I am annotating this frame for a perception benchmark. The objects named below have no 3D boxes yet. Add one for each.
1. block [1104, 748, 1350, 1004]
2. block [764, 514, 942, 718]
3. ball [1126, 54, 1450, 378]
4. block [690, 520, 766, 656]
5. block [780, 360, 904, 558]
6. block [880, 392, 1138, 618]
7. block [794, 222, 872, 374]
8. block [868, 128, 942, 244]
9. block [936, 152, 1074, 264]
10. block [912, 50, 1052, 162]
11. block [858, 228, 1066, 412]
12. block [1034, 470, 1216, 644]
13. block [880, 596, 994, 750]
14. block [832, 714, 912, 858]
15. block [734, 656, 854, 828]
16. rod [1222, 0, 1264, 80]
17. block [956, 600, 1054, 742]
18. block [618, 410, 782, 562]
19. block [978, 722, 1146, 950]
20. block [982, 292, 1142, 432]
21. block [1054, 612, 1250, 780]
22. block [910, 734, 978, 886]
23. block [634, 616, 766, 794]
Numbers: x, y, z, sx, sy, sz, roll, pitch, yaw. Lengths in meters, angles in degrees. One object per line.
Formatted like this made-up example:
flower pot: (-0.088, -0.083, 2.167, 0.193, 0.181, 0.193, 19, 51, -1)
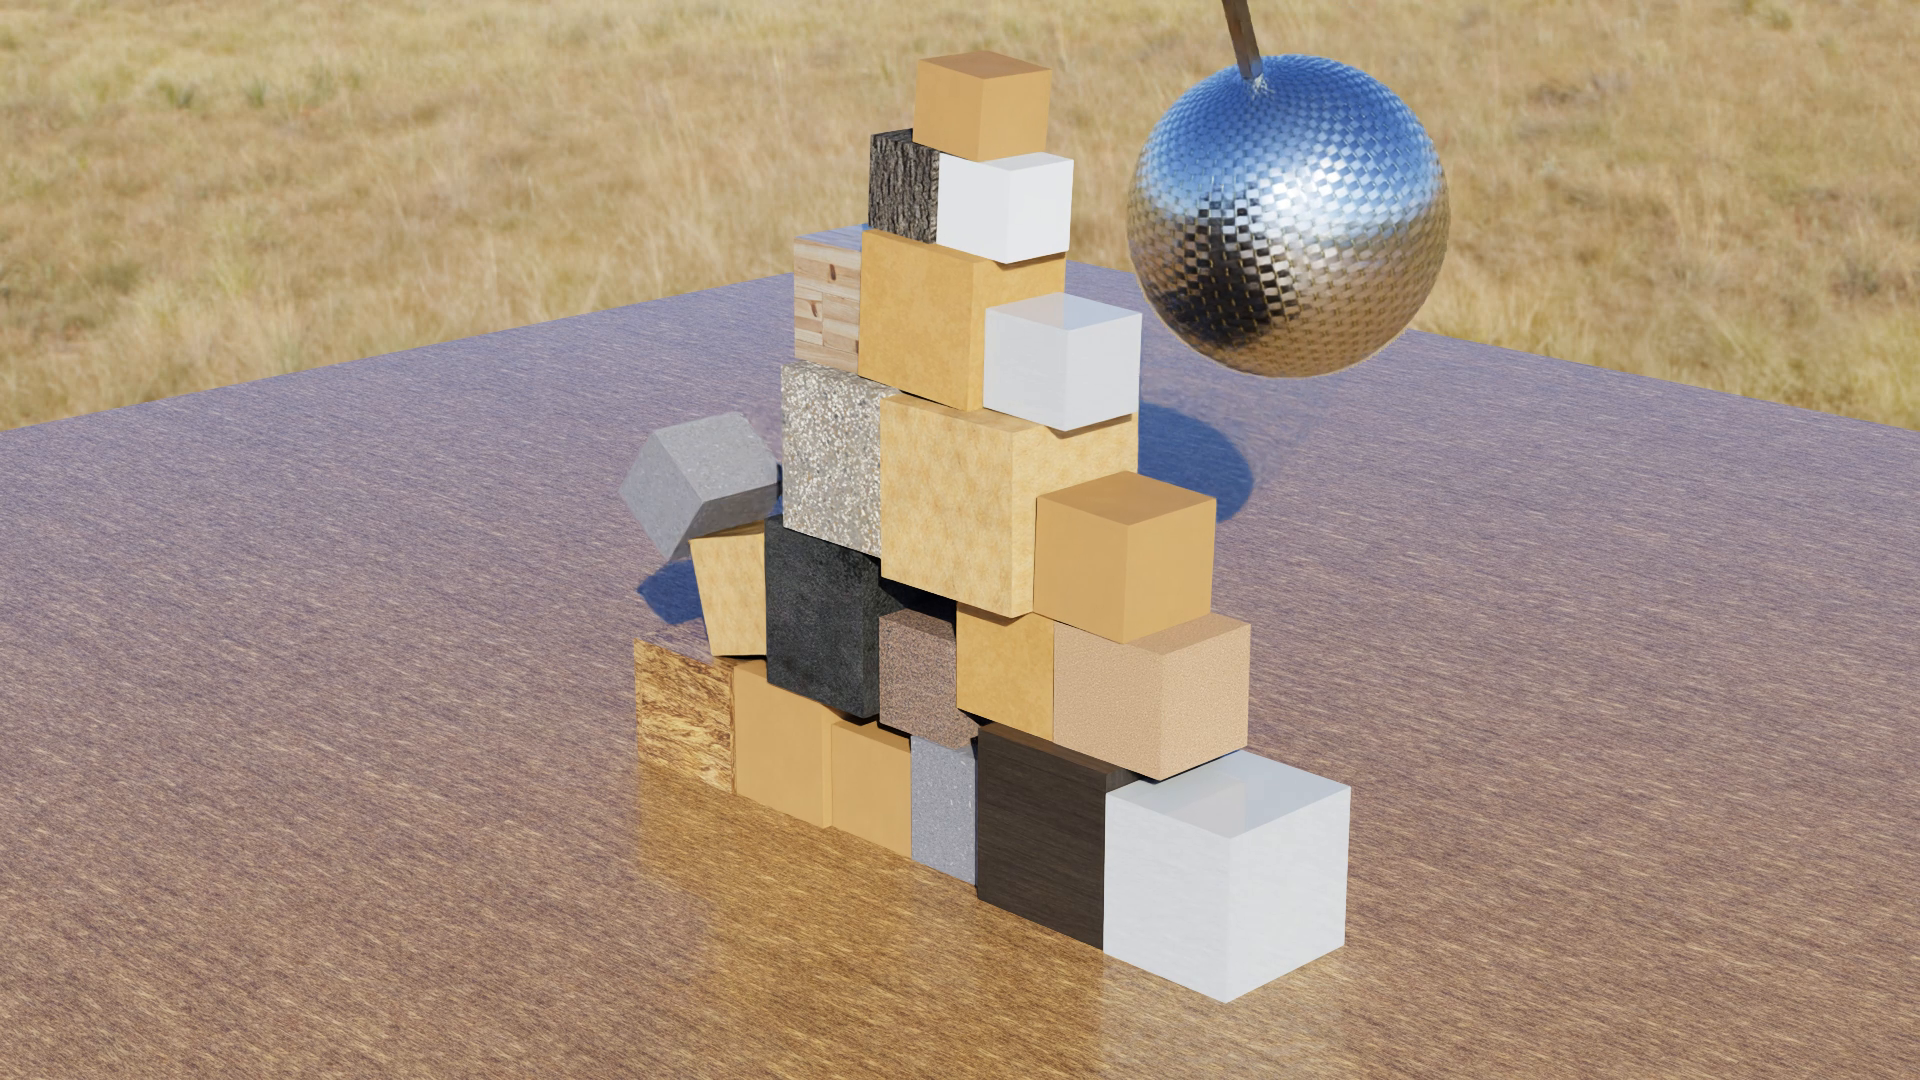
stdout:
block: (1.144, 1.418, 12.596, 0.797, 0.741, 0.689, -17, 24, -42)
block: (-0.423, 0.283, 13.877, 0.671, 0.819, 0.729, 17, 24, 42)
ball: (1.623, -1.601, 14.539, 1.600, 1.600, 1.600, 0, 17, 0)
block: (-0.902, 0.214, 14.380, 0.549, 0.587, 0.521, -17, 9, -42)
block: (-0.299, -0.441, 13.529, 0.795, 0.773, 0.677, -17, 24, -42)
block: (0.217, -0.228, 13.028, 0.797, 0.824, 0.814, -17, 24, -42)
block: (-0.406, -1.115, 13.440, 0.531, 0.564, 0.468, -17, 24, -42)
block: (-0.115, -1.575, 12.944, 0.413, 0.412, 0.397, -16, 27, -42)
block: (0.193, -1.463, 12.686, 0.390, 0.400, 0.425, -17, 27, -42)
block: (0.095, -1.878, 12.675, 0.416, 0.360, 0.402, -16, 30, -42)
block: (0.005, -1.019, 12.999, 0.577, 0.662, 0.696, -17, 27, -42)
block: (0.708, 0.066, 12.612, 0.566, 0.526, 0.521, -17, 26, -42)
block: (-0.012, 0.597, 13.532, 0.524, 0.516, 0.493, -17, 24, -42)
block: (-0.219, 1.115, 13.927, 0.560, 0.522, 0.539, -17, 24, -42)
block: (-0.636, 0.923, 14.308, 0.671, 0.660, 0.628, -17, 24, -42)
rod: (0.703, -4.322, 12.720, 0.080, 5.200, 0.080, 17, 46, 42)
block: (0.371, 0.490, 13.081, 0.500, 0.576, 0.593, -17, 24, -42)
block: (-1.270, -0.270, 14.545, 0.562, 0.464, 0.466, -16, 61, -43)
block: (0.620, 1.224, 13.078, 0.763, 0.823, 0.765, -17, 24, -42)
block: (0.440, -0.776, 12.654, 0.460, 0.439, 0.489, -17, 26, -42)
block: (0.827, 0.622, 12.686, 0.571, 0.561, 0.620, -17, 24, -42)
block: (0.165, 1.183, 13.553, 0.585, 0.616, 0.518, -17, 24, -42)
block: (-1.116, 0.788, 14.782, 0.739, 0.633, 0.727, -17, 24, -42)
